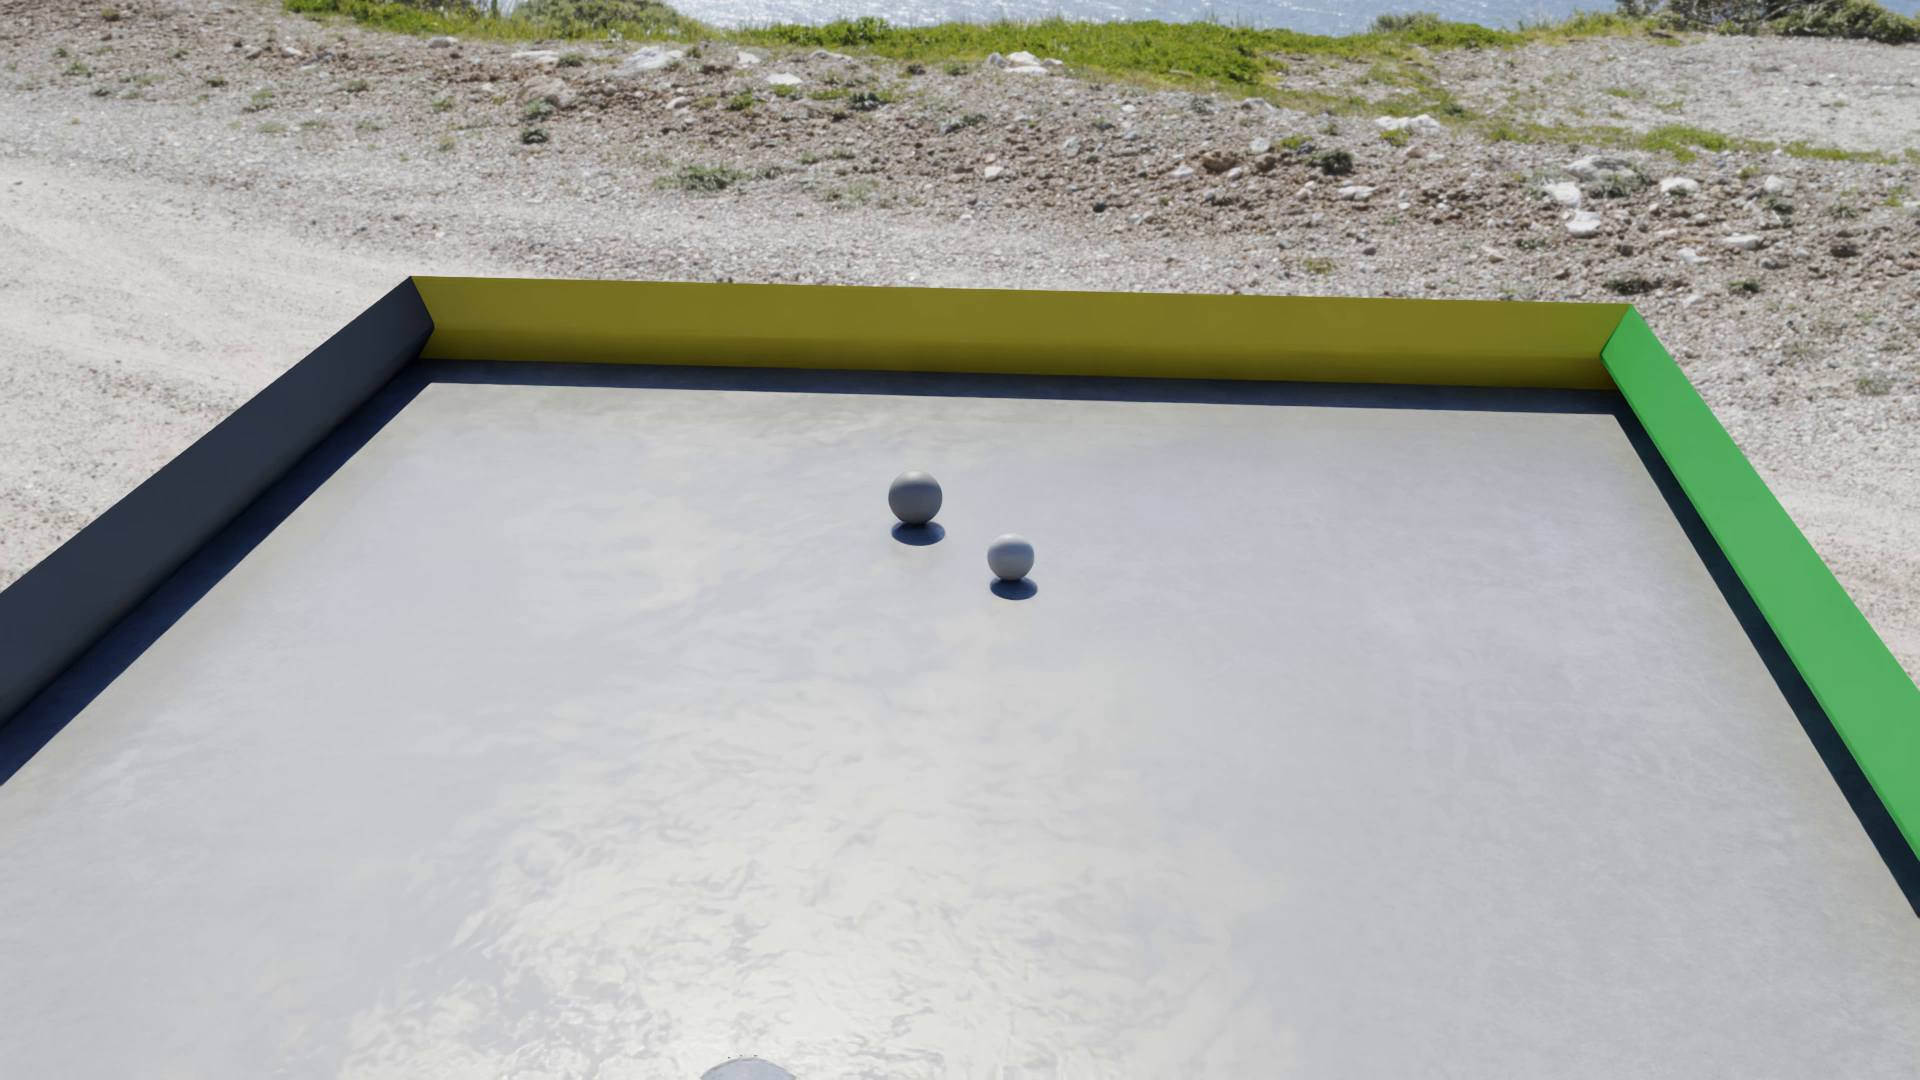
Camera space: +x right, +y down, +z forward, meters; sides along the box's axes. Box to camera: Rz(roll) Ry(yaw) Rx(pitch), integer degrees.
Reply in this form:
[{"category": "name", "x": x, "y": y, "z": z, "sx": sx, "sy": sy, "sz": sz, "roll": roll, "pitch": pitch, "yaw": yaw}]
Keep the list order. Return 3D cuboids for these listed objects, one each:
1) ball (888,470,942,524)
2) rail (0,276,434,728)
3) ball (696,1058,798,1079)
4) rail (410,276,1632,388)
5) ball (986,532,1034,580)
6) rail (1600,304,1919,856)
[{"category": "ball", "x": -0.051, "y": -0.049, "z": 2.526, "sx": 0.063, "sy": 0.063, "sz": 0.063, "roll": 0, "pitch": 21, "yaw": 0}, {"category": "rail", "x": -0.887, "y": 0.205, "z": 1.792, "sx": 0.045, "sy": 0.120, "sz": 2.900, "roll": 2, "pitch": 21, "yaw": 5}, {"category": "ball", "x": -0.135, "y": 0.375, "z": 1.394, "sx": 0.092, "sy": 0.092, "sz": 0.092, "roll": 0, "pitch": 21, "yaw": 0}, {"category": "rail", "x": 0.063, "y": -0.283, "z": 3.047, "sx": 1.699, "sy": 0.120, "sz": 0.045, "roll": 2, "pitch": 21, "yaw": 5}, {"category": "ball", "x": 0.055, "y": 0.018, "z": 2.369, "sx": 0.052, "sy": 0.052, "sz": 0.052, "roll": 0, "pitch": 21, "yaw": 0}, {"category": "rail", "x": 0.757, "y": 0.258, "z": 1.654, "sx": 0.045, "sy": 0.120, "sz": 2.900, "roll": 2, "pitch": 21, "yaw": 5}]
